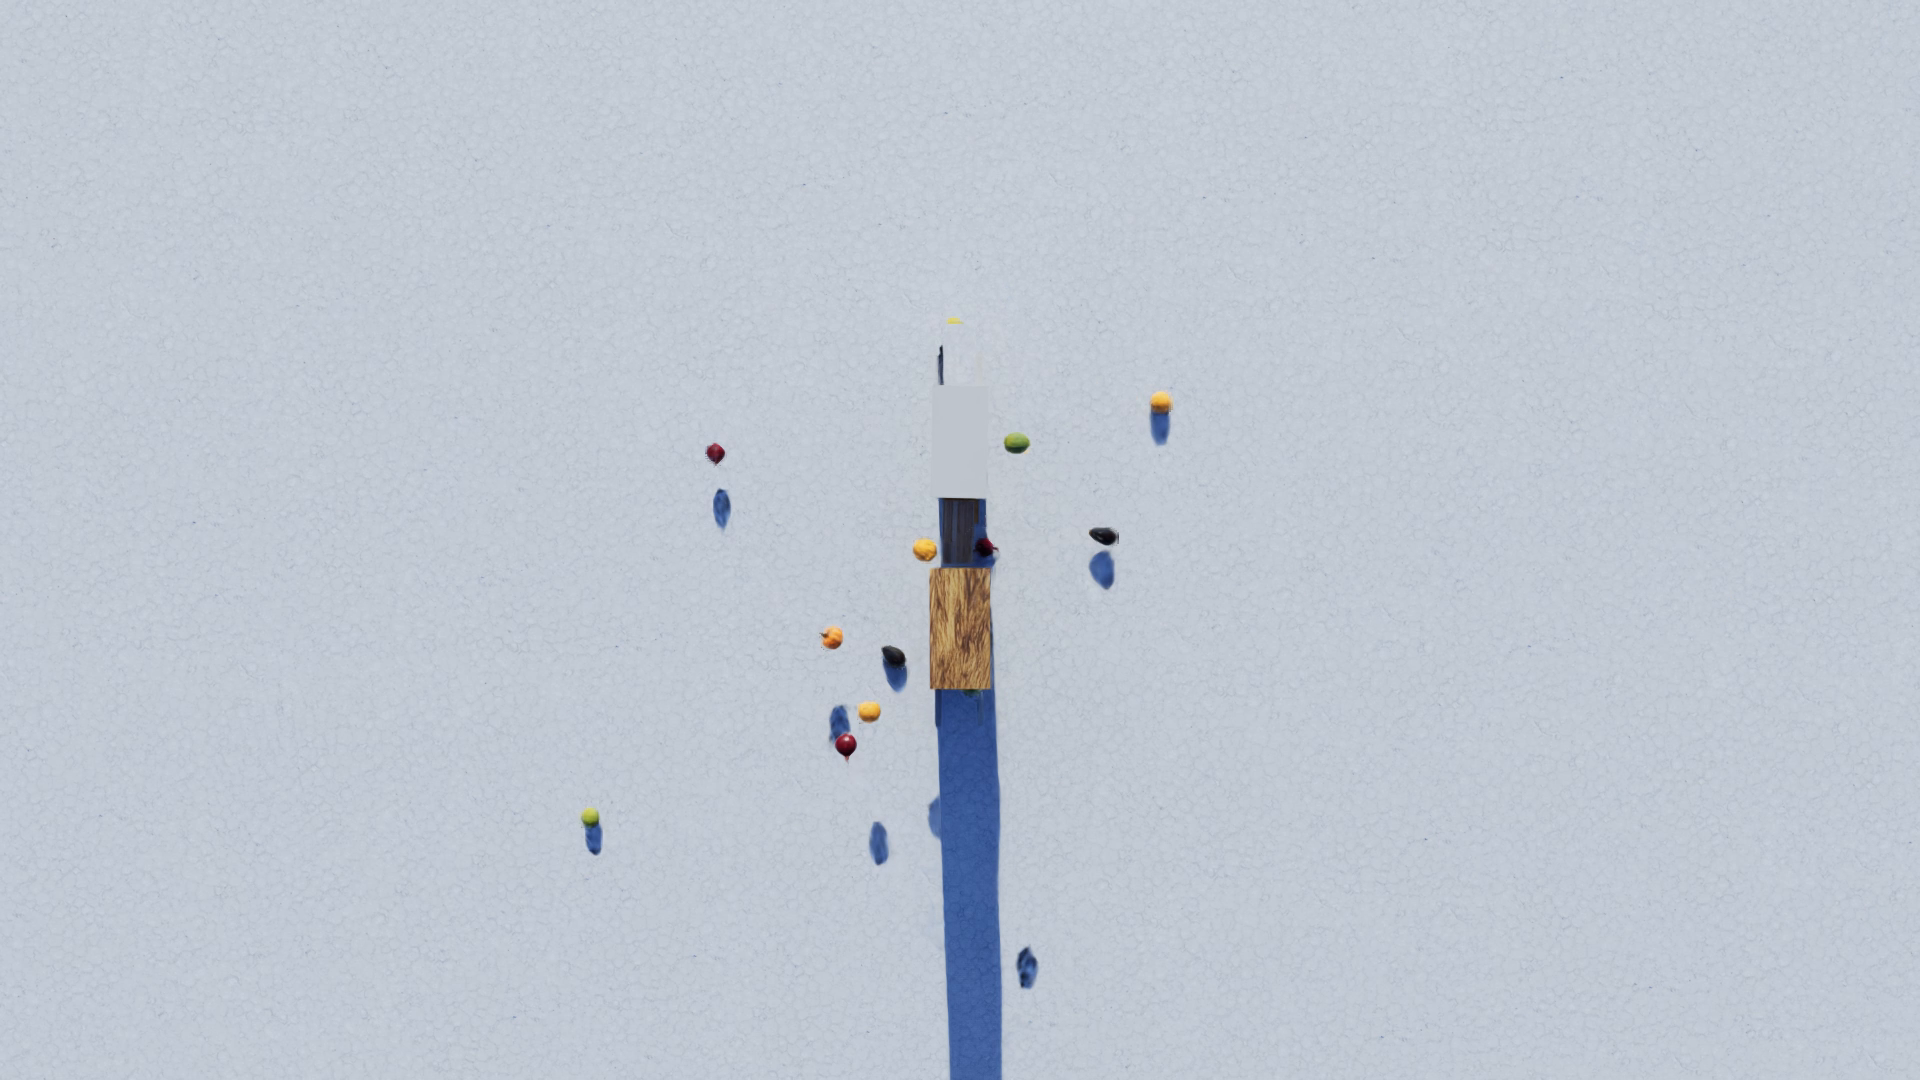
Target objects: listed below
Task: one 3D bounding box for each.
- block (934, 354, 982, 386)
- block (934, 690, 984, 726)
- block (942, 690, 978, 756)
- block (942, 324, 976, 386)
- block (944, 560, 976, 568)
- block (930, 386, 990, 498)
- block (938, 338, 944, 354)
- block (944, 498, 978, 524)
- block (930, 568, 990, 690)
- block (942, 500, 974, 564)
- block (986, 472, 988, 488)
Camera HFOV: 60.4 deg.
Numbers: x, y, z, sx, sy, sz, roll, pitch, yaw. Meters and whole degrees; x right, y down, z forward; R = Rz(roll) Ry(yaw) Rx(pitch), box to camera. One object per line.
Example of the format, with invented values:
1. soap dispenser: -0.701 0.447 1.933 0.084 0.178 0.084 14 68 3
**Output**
1. block: -0.004 -0.431 5.179 0.150 0.042 0.300 0 90 0
2. block: -0.004 0.429 5.175 0.152 0.043 0.303 0 90 0
3. block: -0.001 0.532 4.920 0.109 0.031 0.218 0 90 0
4. block: -0.002 -0.550 4.947 0.098 0.028 0.196 -1 90 0
5. block: 0.002 0.169 5.278 0.103 0.029 0.207 0 90 0
6. block: -0.001 -0.285 4.810 0.162 0.046 0.325 1 90 0
7. block: -0.016 -0.605 5.230 0.098 0.538 0.028 -5 91 0
8. block: 0.003 -0.164 5.261 0.112 0.032 0.223 0 90 0
9. block: 0.000 0.256 4.778 0.175 0.050 0.350 0 90 0
10. block: -0.005 -0.024 5.041 0.095 0.027 0.191 1 90 0
11. block: 0.000 -0.178 5.039 0.162 0.412 0.046 0 90 0
